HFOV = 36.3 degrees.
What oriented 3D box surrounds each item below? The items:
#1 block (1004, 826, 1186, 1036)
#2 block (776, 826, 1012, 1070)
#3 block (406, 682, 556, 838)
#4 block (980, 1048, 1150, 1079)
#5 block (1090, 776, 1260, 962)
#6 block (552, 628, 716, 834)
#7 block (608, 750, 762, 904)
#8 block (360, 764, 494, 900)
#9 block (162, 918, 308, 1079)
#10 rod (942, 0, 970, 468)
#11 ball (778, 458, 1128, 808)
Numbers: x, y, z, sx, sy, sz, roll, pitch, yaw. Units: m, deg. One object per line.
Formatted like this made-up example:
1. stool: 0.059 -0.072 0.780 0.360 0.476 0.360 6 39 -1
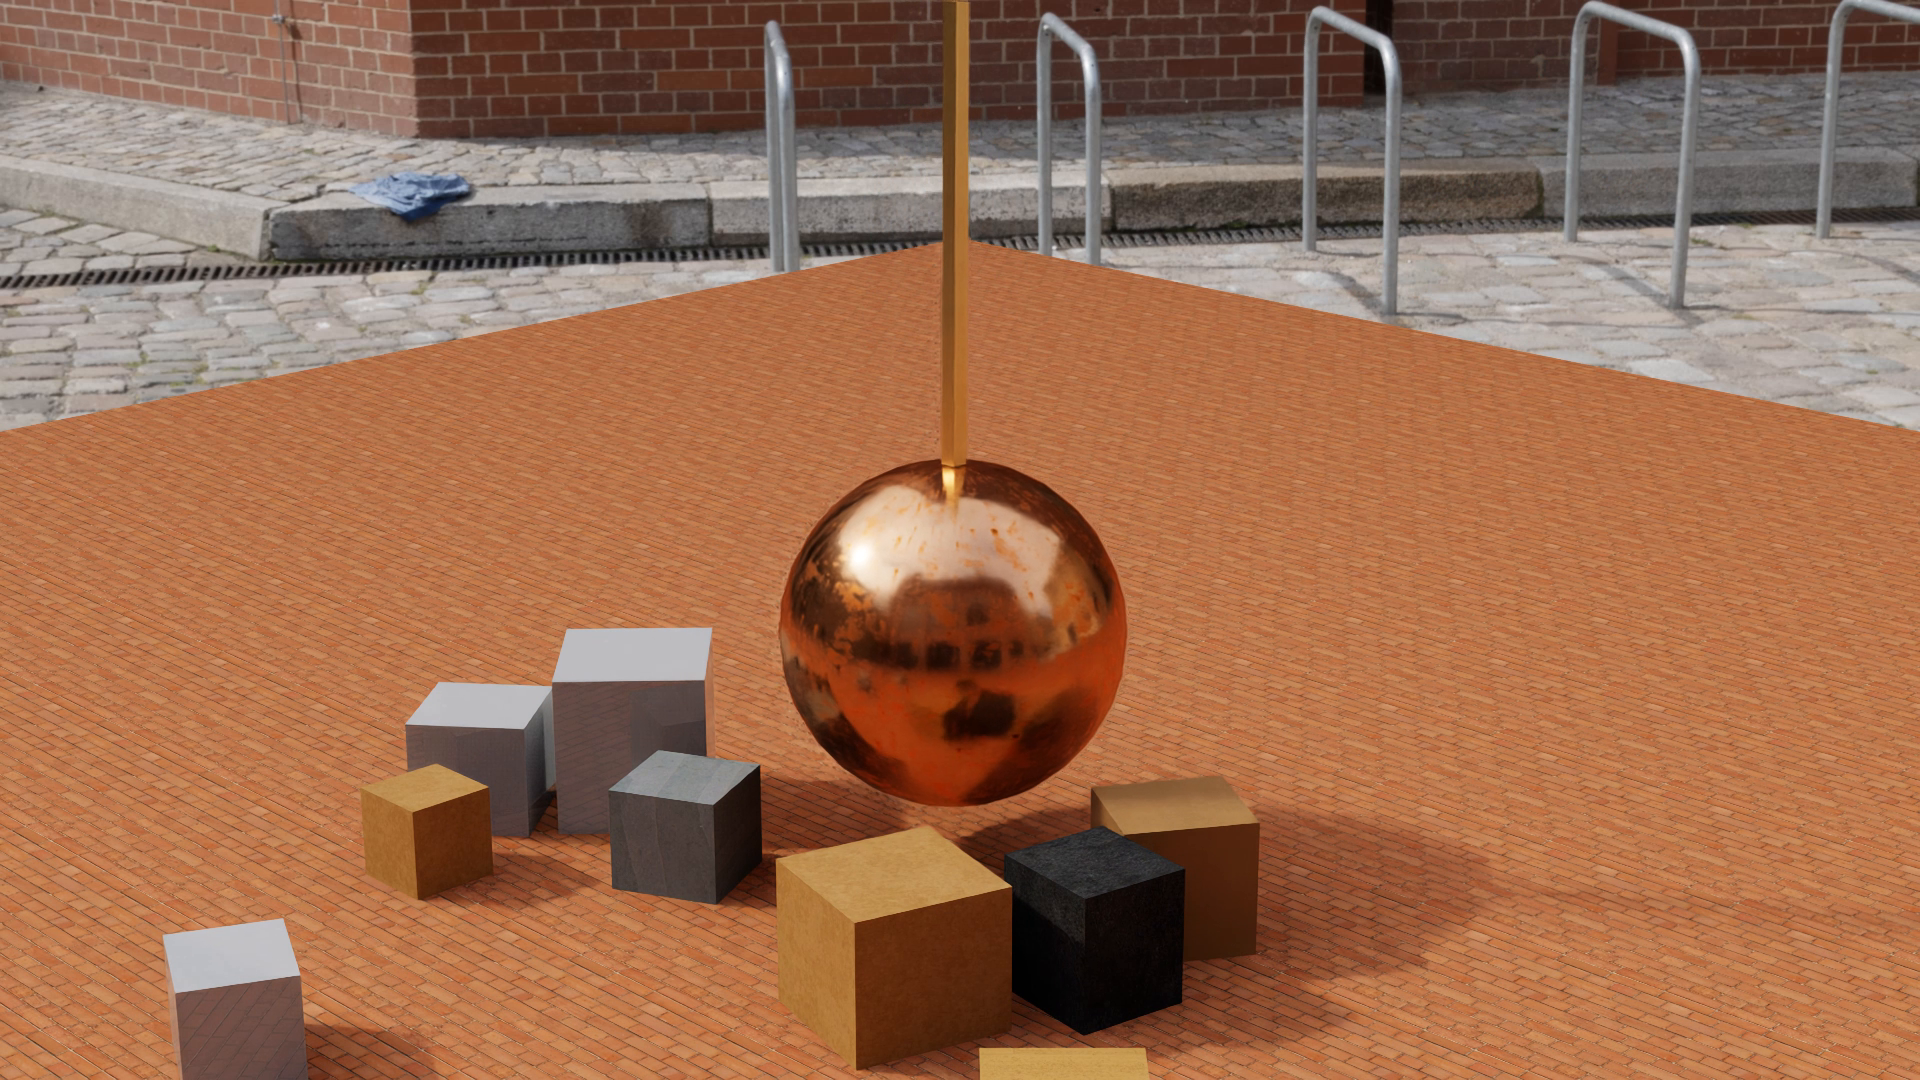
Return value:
1. block: 0.554 1.615 12.192 0.518 0.607 0.551 -12 21 -34
2. block: -0.273 1.656 12.006 0.711 0.640 0.710 -9 20 -28
3. block: -2.291 1.050 14.091 0.570 0.548 0.577 2 18 6
4. block: 0.367 2.201 10.307 0.593 0.620 0.584 0 17 0
5. block: 0.925 1.436 12.750 0.599 0.616 0.543 -4 18 -12
6. block: -1.560 0.913 14.155 0.711 0.770 0.749 -1 17 -2
7. block: -1.248 1.306 13.383 0.516 0.483 0.518 6 18 19
8. block: -2.435 1.329 13.402 0.418 0.428 0.409 -17 24 -42
9. block: -2.881 1.860 11.650 0.475 0.465 0.553 -6 18 -18
10. rod: -0.014 -2.826 12.439 0.080 5.200 0.080 17 24 42
11. ball: -0.031 0.422 13.442 1.600 1.600 1.600 0 17 0
